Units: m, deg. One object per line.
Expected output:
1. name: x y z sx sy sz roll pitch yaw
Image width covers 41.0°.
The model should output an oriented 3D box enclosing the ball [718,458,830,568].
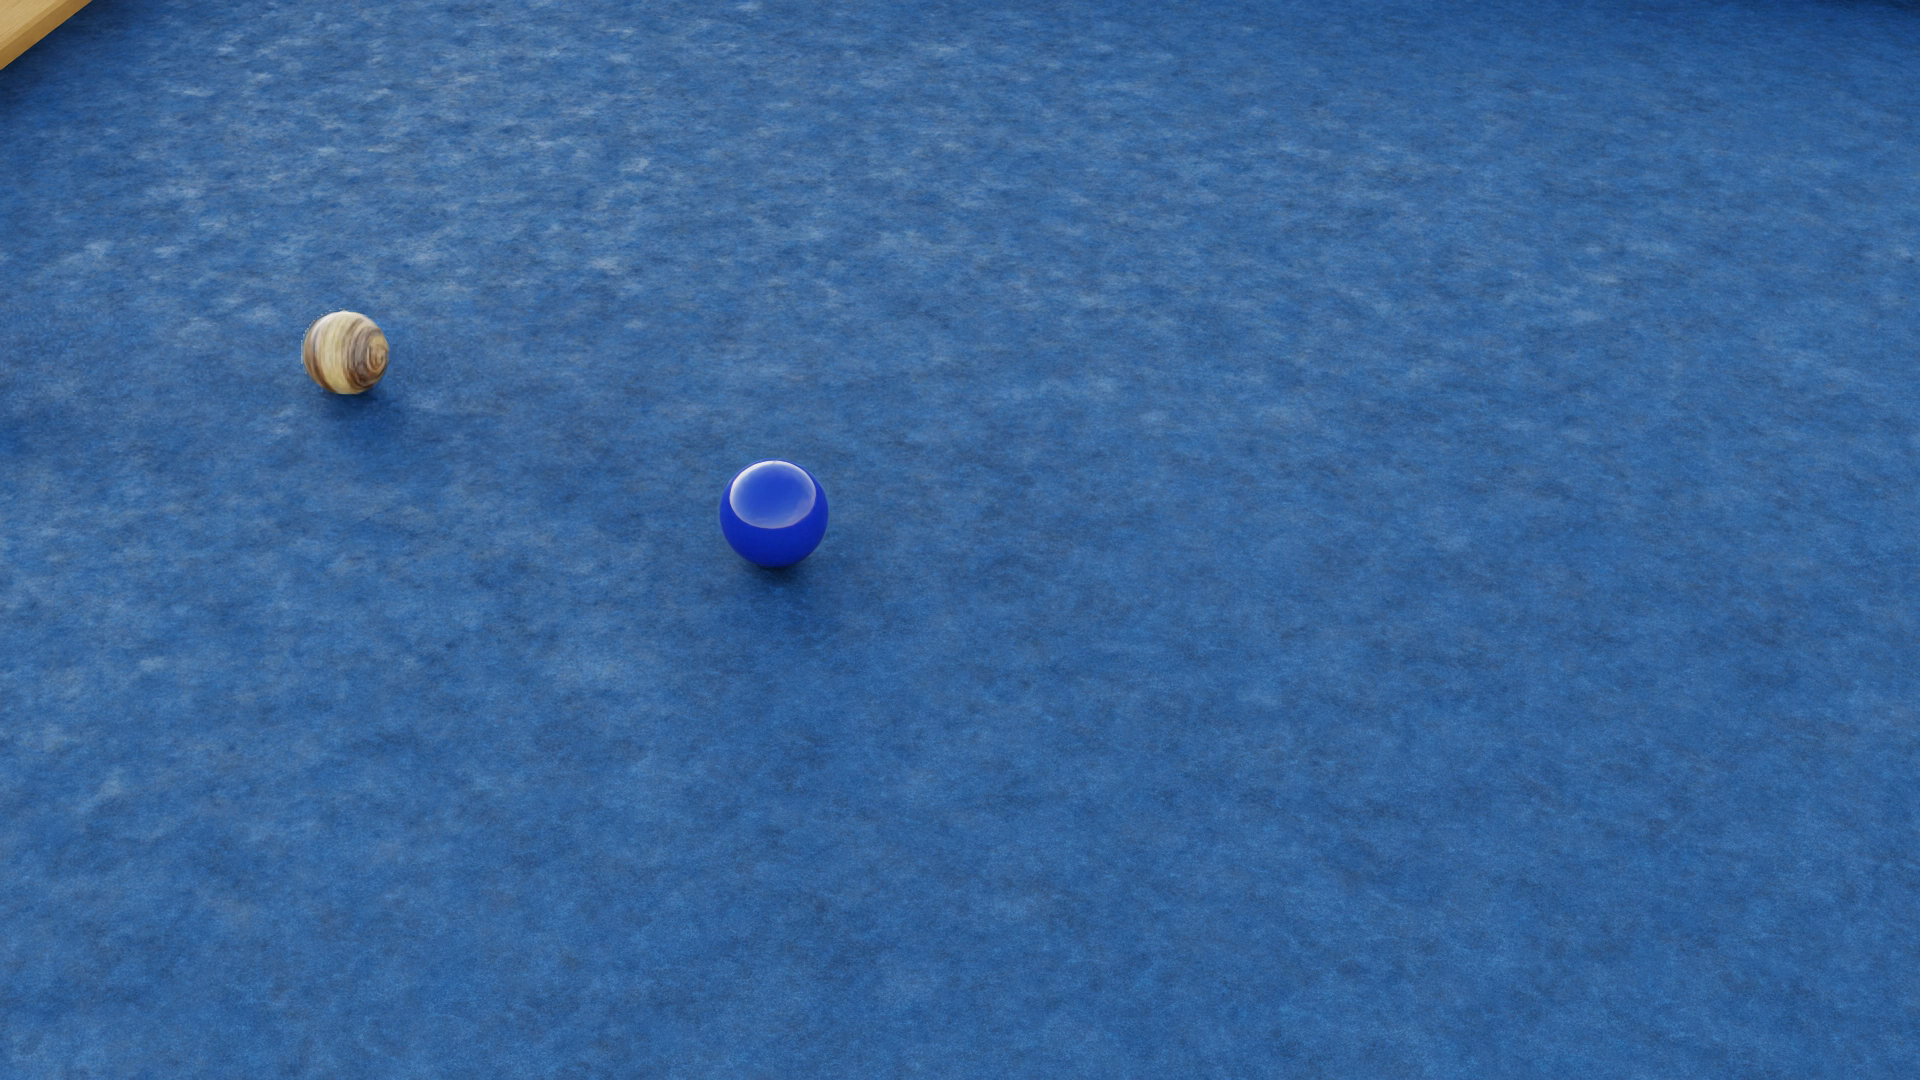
1. ball: -0.131 -0.019 1.811 0.078 0.078 0.078 0 35 0

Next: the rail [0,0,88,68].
1. rail: -1.066 -0.161 1.994 0.045 0.102 2.533 8 36 11

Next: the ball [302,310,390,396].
1. ball: -0.480 -0.146 2.005 0.066 0.066 0.066 0 35 0
